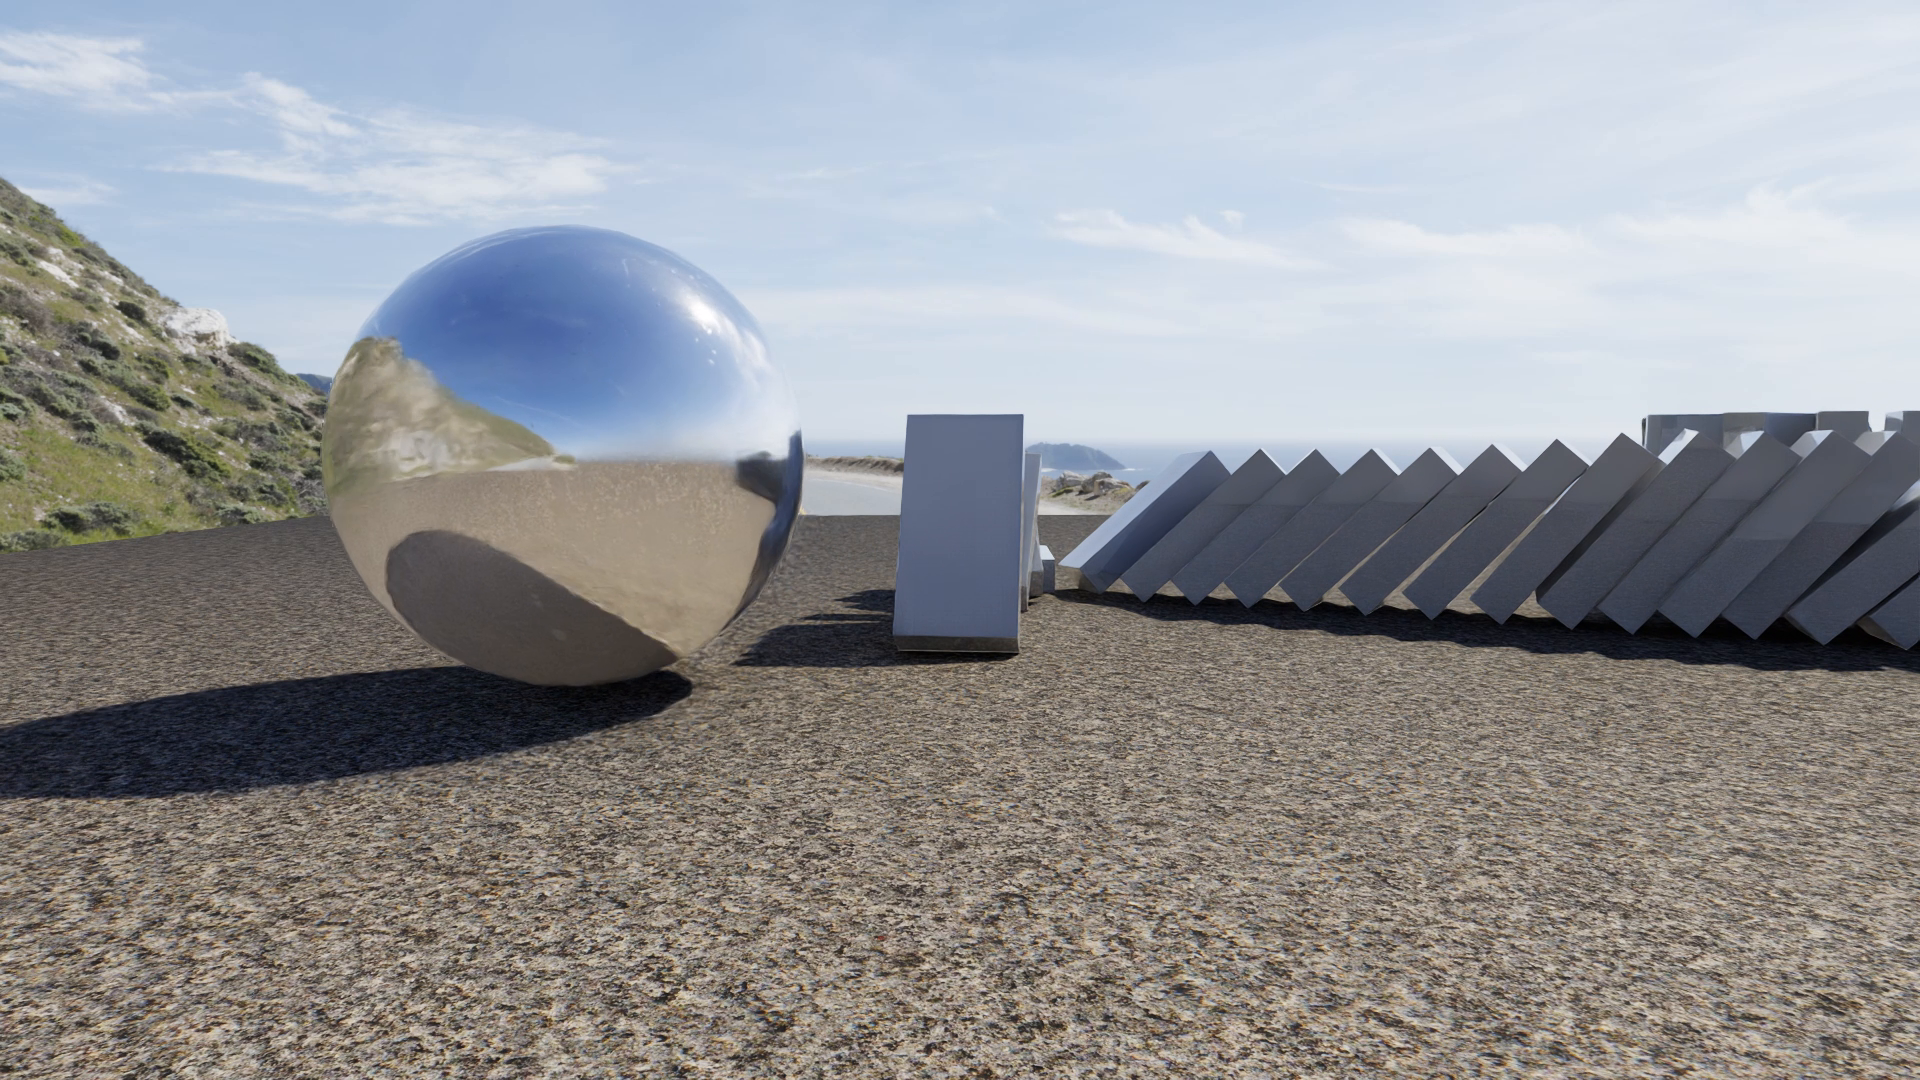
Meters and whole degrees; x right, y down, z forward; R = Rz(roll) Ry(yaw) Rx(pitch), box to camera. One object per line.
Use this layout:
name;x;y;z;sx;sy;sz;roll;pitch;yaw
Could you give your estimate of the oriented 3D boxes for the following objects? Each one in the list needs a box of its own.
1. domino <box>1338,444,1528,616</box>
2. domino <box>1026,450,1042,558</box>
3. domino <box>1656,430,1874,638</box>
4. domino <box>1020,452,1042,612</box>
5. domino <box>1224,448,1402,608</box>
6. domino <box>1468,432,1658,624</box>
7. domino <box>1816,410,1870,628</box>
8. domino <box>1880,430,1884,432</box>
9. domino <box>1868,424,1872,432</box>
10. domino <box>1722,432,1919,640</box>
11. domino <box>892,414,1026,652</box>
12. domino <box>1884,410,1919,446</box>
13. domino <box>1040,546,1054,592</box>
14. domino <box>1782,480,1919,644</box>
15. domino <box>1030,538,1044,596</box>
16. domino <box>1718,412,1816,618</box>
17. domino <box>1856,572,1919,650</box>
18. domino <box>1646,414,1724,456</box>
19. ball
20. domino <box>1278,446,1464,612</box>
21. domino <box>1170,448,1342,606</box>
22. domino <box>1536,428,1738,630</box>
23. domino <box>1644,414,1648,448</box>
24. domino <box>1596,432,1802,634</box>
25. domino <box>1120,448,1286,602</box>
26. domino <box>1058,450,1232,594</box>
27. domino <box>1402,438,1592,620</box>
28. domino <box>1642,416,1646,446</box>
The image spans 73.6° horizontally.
domino;0.119;-0.003;0.320;0.009;0.050;0.025;49;24;17
domino;0.009;-0.006;0.372;0.025;0.009;0.050;-2;45;-1
domino;0.175;-0.001;0.284;0.009;0.050;0.025;41;17;15
domino;0.007;-0.003;0.342;0.025;0.010;0.050;3;45;7
domino;0.093;-0.003;0.336;0.050;0.009;0.025;-45;-12;19
domino;0.143;-0.003;0.305;0.010;0.050;0.025;43;22;19
domino;0.210;-0.006;0.307;0.010;0.050;0.025;4;6;32
domino;0.277;-0.009;0.361;0.025;0.050;0.009;-4;-19;-43
domino;0.264;-0.010;0.367;0.009;0.050;0.025;-24;-9;30
domino;0.188;-0.001;0.284;0.010;0.050;0.025;41;18;15
domino;0.000;-0.002;0.269;0.025;0.050;0.010;0;-23;6
domino;0.223;-0.005;0.300;0.010;0.050;0.025;2;5;28
domino;0.015;0.008;0.393;0.025;0.009;0.050;0;4;1
domino;0.200;0.001;0.275;0.009;0.050;0.025;47;19;13
domino;0.007;-0.005;0.358;0.025;0.010;0.050;-5;45;-4
domino;0.198;-0.006;0.316;0.025;0.050;0.010;-3;6;-33
domino;0.213;0.001;0.270;0.010;0.050;0.025;47;17;11
domino;0.192;-0.007;0.331;0.025;0.050;0.009;1;5;9
ball;-0.067;-0.014;0.225;0.080;0.080;0.080;0;4;0
domino;0.106;-0.003;0.328;0.050;0.010;0.025;-46;-16;22
domino;0.079;-0.004;0.343;0.050;0.010;0.025;-44;-7;14
domino;0.155;-0.003;0.298;0.009;0.050;0.025;41;20;14
domino;0.197;-0.008;0.344;0.025;0.050;0.009;2;8;25
domino;0.165;-0.002;0.291;0.009;0.050;0.025;41;18;14
domino;0.066;-0.004;0.349;0.050;0.009;0.025;-44;-7;13
domino;0.052;-0.005;0.367;0.050;0.009;0.025;-41;7;-6
domino;0.131;-0.003;0.313;0.009;0.050;0.025;46;23;18
domino;0.203;-0.010;0.356;0.025;0.050;0.009;3;13;34
